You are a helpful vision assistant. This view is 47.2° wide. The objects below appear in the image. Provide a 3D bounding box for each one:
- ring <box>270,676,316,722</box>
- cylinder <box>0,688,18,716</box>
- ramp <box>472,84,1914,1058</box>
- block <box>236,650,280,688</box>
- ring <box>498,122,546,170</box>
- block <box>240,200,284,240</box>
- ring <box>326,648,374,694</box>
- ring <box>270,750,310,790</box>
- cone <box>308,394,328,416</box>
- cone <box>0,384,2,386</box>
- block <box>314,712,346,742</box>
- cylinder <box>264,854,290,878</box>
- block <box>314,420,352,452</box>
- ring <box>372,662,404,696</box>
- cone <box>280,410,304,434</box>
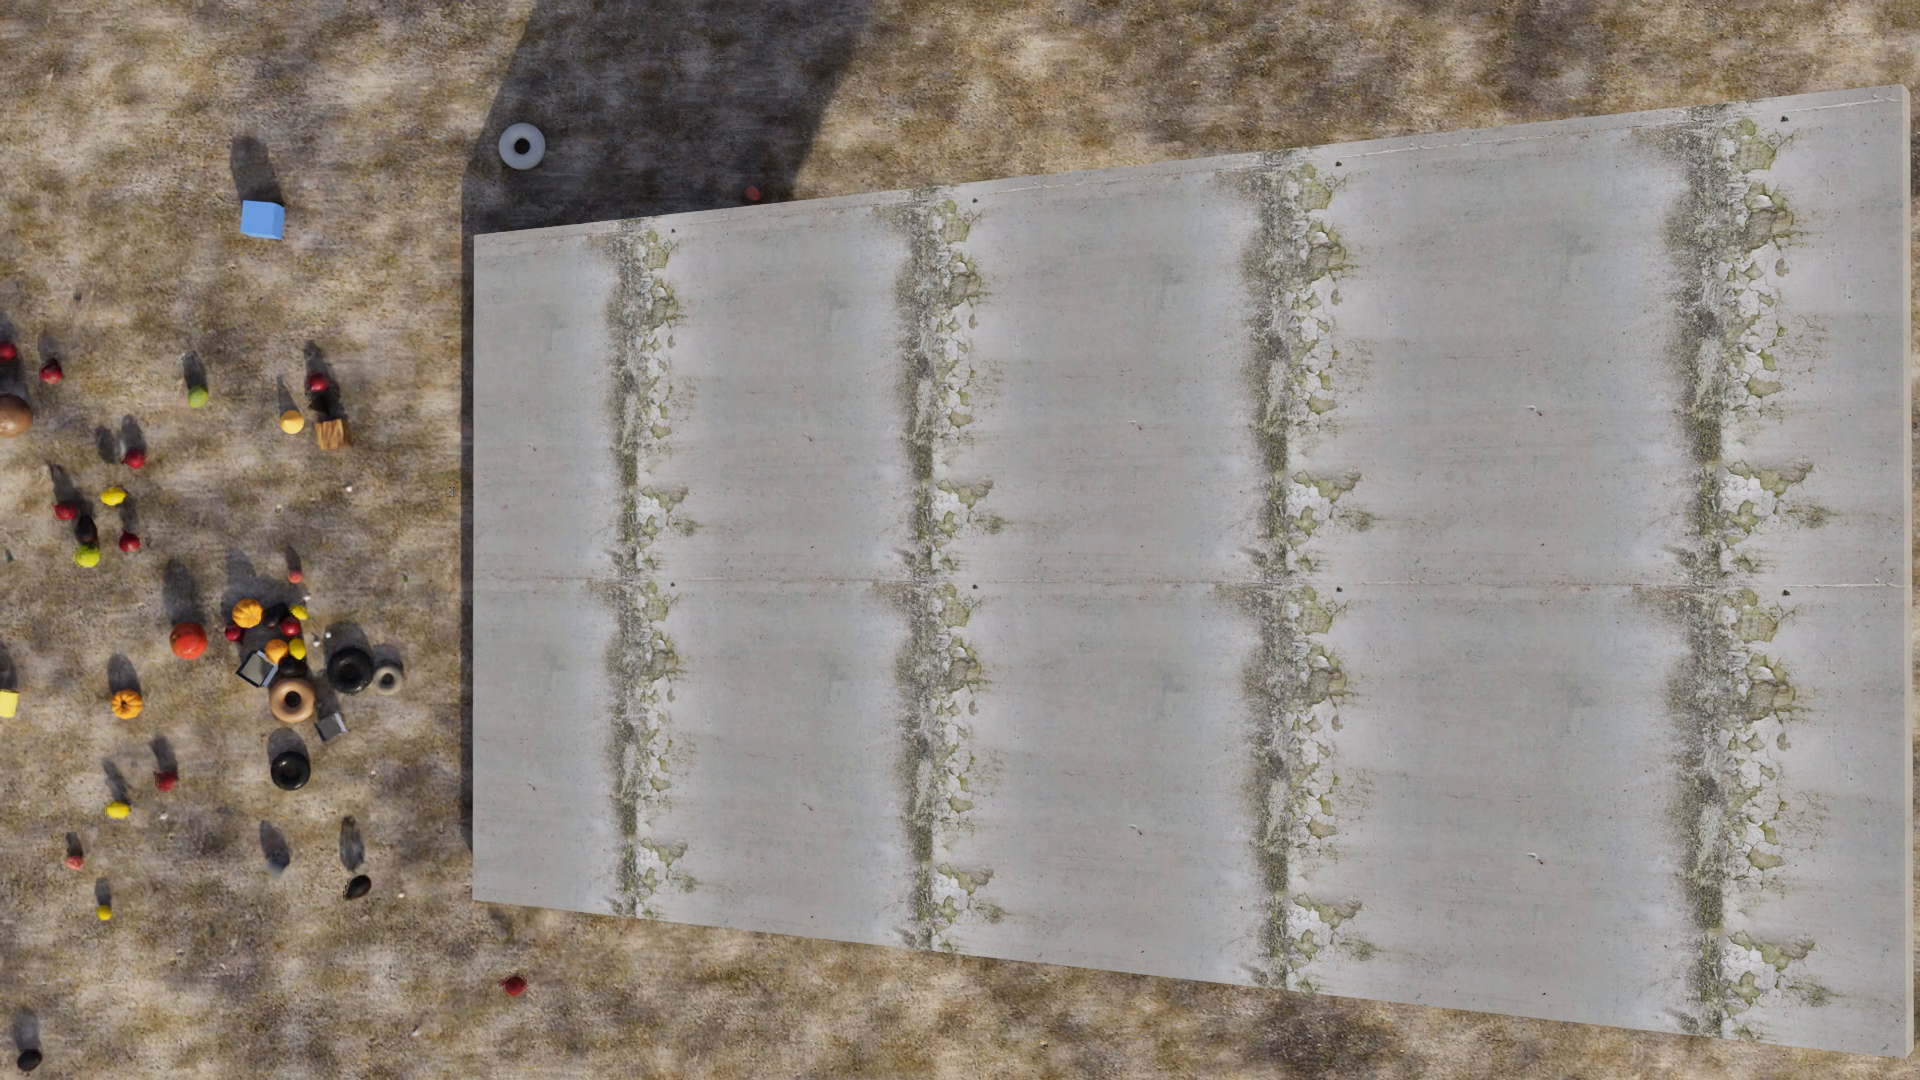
[{"bbox_3d":[-2.025,0.482,6.674,0.144,0.048,0.144,0,90,-1],"label":"ring"},{"bbox_3d":[-2.897,0.492,6.661,0.073,0.073,0.073,11,89,0],"label":"cylinder"},{"bbox_3d":[0.262,0.072,5.605,4.000,0.100,2.000,0,89,32],"label":"ramp"},{"bbox_3d":[-2.125,0.391,6.657,0.081,0.081,0.081,34,90,0],"label":"block"},{"bbox_3d":[-1.331,-1.197,6.689,0.144,0.048,0.144,0,90,1],"label":"ring"},{"bbox_3d":[-2.112,-0.970,6.662,0.096,0.096,0.096,5,89,0],"label":"block"},{"bbox_3d":[-1.851,0.397,6.674,0.143,0.048,0.143,0,88,1],"label":"ring"},{"bbox_3d":[-2.032,0.701,6.675,0.122,0.041,0.122,0,88,-1],"label":"ring"},{"bbox_3d":[-1.940,-0.400,6.691,0.061,0.061,0.061,-39,116,0],"label":"cone"},{"bbox_3d":[-2.948,-0.504,6.685,0.096,0.096,0.096,-35,116,0],"label":"cone"},{"bbox_3d":[-1.908,0.568,6.665,0.063,0.063,0.063,-29,90,0],"label":"block"},{"bbox_3d":[-2.072,0.989,6.666,0.053,0.053,0.053,35,90,0],"label":"cylinder"},{"bbox_3d":[-1.897,-0.317,6.664,0.080,0.080,0.080,-10,89,0],"label":"block"},{"bbox_3d":[-1.738,0.421,6.681,0.101,0.034,0.101,0,89,1],"label":"ring"},{"bbox_3d":[-2.037,-0.361,6.669,0.072,0.072,0.072,0,89,0],"label":"cone"}]
